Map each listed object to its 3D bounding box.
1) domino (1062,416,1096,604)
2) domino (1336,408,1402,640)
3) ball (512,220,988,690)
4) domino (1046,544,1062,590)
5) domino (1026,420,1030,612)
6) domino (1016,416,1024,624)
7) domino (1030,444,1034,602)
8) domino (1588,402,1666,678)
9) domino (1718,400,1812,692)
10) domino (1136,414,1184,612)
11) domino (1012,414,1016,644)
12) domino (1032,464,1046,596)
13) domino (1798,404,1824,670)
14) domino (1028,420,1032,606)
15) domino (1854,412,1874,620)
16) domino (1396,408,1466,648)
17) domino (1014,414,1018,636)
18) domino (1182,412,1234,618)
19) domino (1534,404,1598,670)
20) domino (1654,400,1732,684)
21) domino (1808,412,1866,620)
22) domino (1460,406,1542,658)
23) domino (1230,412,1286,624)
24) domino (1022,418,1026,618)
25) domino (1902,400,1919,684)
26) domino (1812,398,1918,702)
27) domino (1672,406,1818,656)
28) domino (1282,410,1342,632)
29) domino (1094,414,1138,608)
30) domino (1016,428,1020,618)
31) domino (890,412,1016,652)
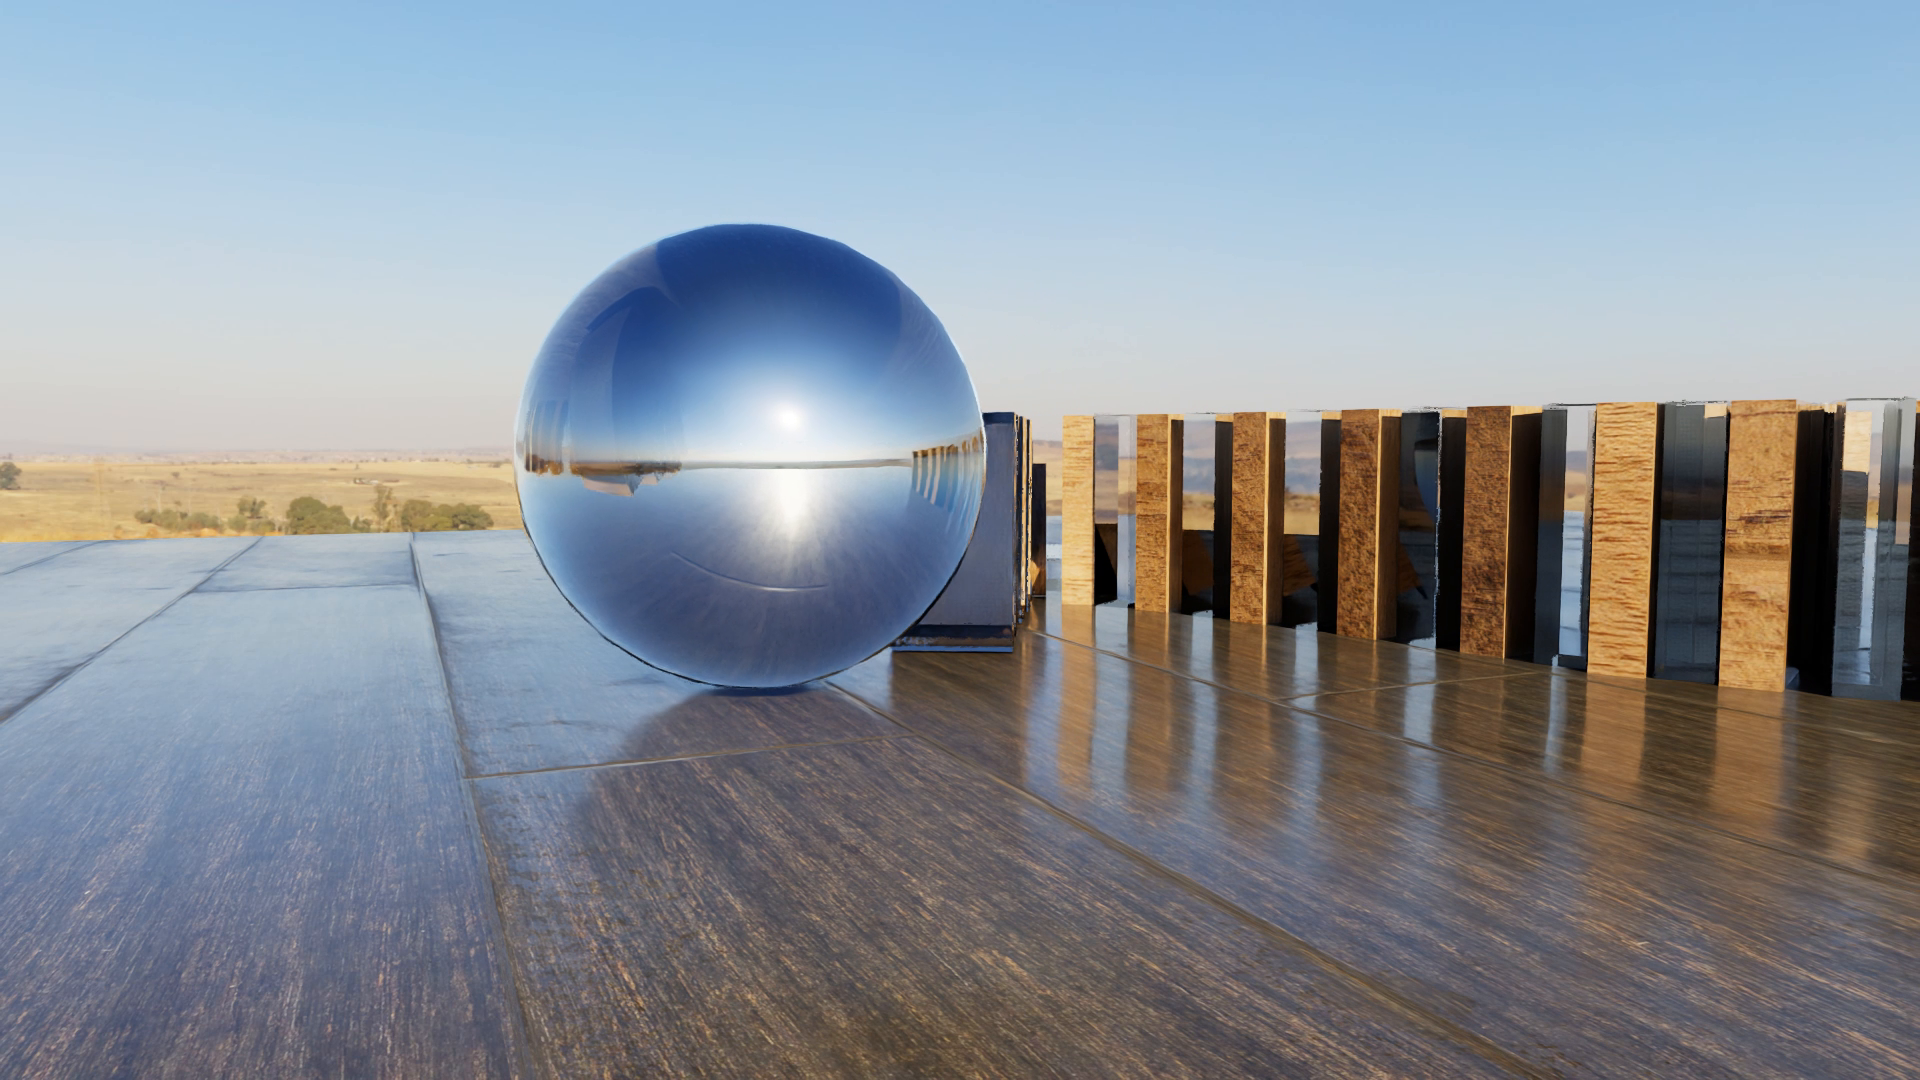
[{"bbox_3d":[0.034,-0.009,0.351,0.010,0.050,0.025,1,4,9],"label":"domino"},{"bbox_3d":[0.097,-0.004,0.289,0.025,0.050,0.010,-3,5,-37],"label":"domino"},{"bbox_3d":[-0.035,-0.014,0.222,0.080,0.080,0.080,0,4,0],"label":"ball"},{"bbox_3d":[0.022,0.008,0.397,0.025,0.010,0.050,1,4,7],"label":"domino"},{"bbox_3d":[0.005,-0.007,0.332,0.025,0.050,0.010,0,-22,4],"label":"domino"},{"bbox_3d":[0.003,-0.005,0.310,0.025,0.050,0.009,0,-21,4],"label":"domino"},{"bbox_3d":[0.008,-0.006,0.359,0.025,0.050,0.009,0,-39,4],"label":"domino"},{"bbox_3d":[0.128,-0.001,0.244,0.009,0.050,0.025,3,6,39],"label":"domino"},{"bbox_3d":[0.145,0.000,0.231,0.009,0.050,0.025,3,5,38],"label":"domino"},{"bbox_3d":[0.057,-0.008,0.334,0.010,0.050,0.025,4,6,44],"label":"domino"},{"bbox_3d":[-0.001,-0.003,0.279,0.025,0.050,0.010,0,-21,4],"label":"domino"},{"bbox_3d":[0.013,-0.004,0.376,0.025,0.009,0.050,0,39,4],"label":"domino"},{"bbox_3d":[0.165,-0.001,0.249,0.025,0.050,0.010,-2,5,-29],"label":"domino"},{"bbox_3d":[0.006,-0.008,0.342,0.025,0.050,0.010,0,-23,4],"label":"domino"},{"bbox_3d":[0.225,-0.006,0.318,0.009,0.050,0.025,2,5,25],"label":"domino"},{"bbox_3d":[0.106,-0.003,0.276,0.025,0.050,0.010,-3,5,-37],"label":"domino"},{"bbox_3d":[0.000,-0.004,0.289,0.025,0.050,0.009,0,-21,4],"label":"domino"},{"bbox_3d":[0.068,-0.007,0.324,0.025,0.050,0.010,-4,6,-42],"label":"domino"},{"bbox_3d":[0.123,-0.001,0.253,0.010,0.050,0.025,4,6,42],"label":"domino"},{"bbox_3d":[0.137,0.000,0.238,0.010,0.050,0.025,3,5,36],"label":"domino"},{"bbox_3d":[0.210,-0.006,0.320,0.010,0.050,0.025,0,4,-3],"label":"domino"},{"bbox_3d":[0.115,-0.002,0.264,0.025,0.050,0.010,-3,5,-36],"label":"domino"},{"bbox_3d":[0.078,-0.006,0.312,0.025,0.050,0.010,-4,6,-40],"label":"domino"},{"bbox_3d":[0.004,-0.006,0.321,0.025,0.050,0.009,0,-21,4],"label":"domino"},{"bbox_3d":[0.175,0.000,0.237,0.009,0.050,0.025,2,5,29],"label":"domino"},{"bbox_3d":[0.157,0.001,0.223,0.009,0.050,0.025,2,5,27],"label":"domino"},{"bbox_3d":[0.159,-0.002,0.262,0.025,0.050,0.009,-1,4,-11],"label":"domino"},{"bbox_3d":[0.088,-0.005,0.300,0.025,0.050,0.009,-4,6,-39],"label":"domino"},{"bbox_3d":[0.046,-0.008,0.344,0.010,0.050,0.025,3,5,31],"label":"domino"},{"bbox_3d":[0.001,-0.005,0.300,0.025,0.050,0.010,0,-21,4],"label":"domino"},{"bbox_3d":[-0.001,-0.002,0.268,0.025,0.050,0.010,0,-21,4],"label":"domino"}]
